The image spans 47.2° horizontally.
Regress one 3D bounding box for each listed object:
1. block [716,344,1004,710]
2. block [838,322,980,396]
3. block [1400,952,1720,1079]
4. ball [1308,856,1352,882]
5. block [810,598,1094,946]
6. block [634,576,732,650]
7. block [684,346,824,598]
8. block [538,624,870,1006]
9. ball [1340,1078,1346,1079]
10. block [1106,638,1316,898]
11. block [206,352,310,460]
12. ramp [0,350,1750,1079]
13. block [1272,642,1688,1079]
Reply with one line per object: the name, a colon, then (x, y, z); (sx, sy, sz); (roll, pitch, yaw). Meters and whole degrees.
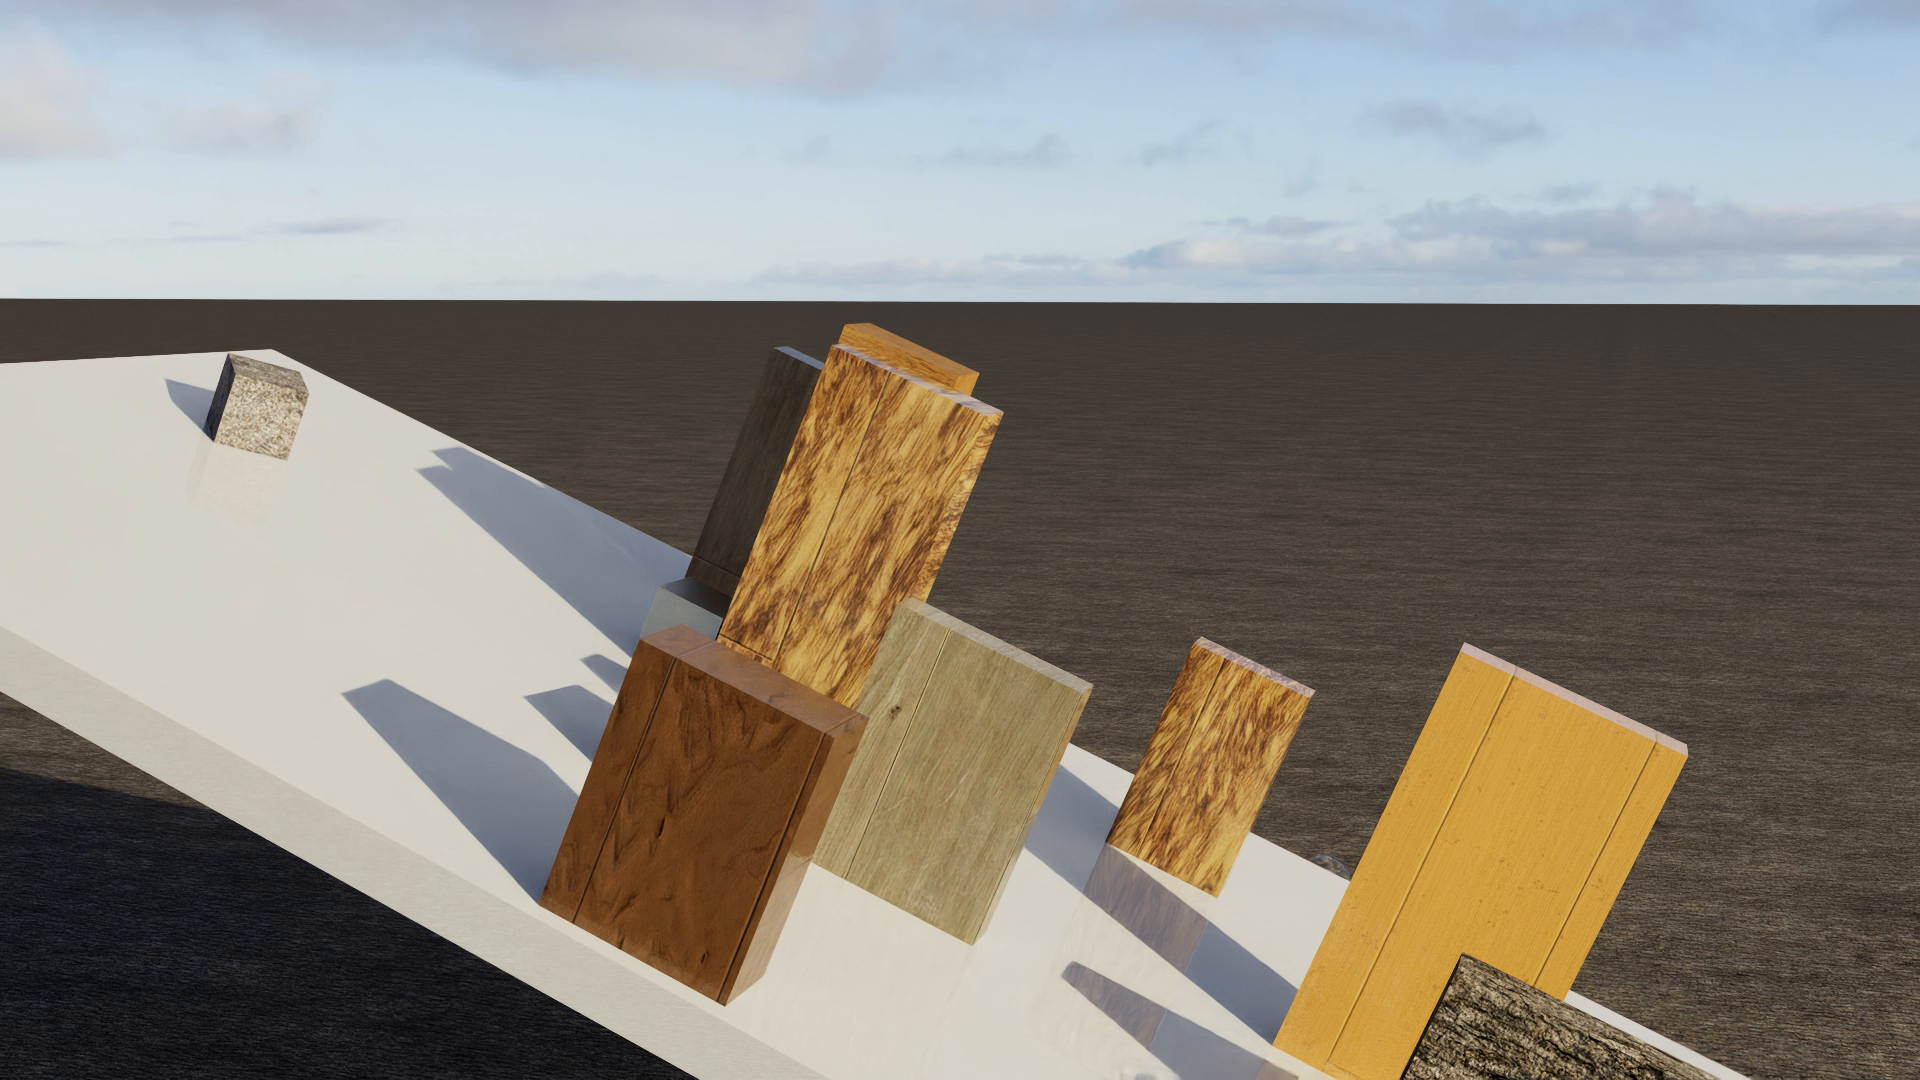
block: (-0.223, 0.044, 4.244); (0.327, 0.775, 0.124); (25, 13, 13)
block: (-0.241, -0.020, 4.431); (0.252, 0.794, 0.143); (25, 13, 13)
block: (0.864, 0.918, 3.307); (0.437, 0.431, 0.093); (25, 13, 13)
ball: (1.047, 1.000, 6.337); (0.177, 0.177, 0.177); (0, 7, 0)
block: (-0.031, 0.397, 3.785); (0.352, 0.489, 0.080); (25, 13, 13)
block: (-0.548, 0.186, 4.522); (0.153, 0.153, 0.153); (26, 13, 13)
block: (-0.392, -0.097, 4.909); (0.271, 0.607, 0.090); (25, 13, 13)
block: (-0.382, 0.404, 3.267); (0.326, 0.446, 0.148); (25, 13, 13)
ball: (0.571, 0.887, 3.267); (0.167, 0.167, 0.167); (0, 7, 0)
block: (0.509, 0.463, 4.486); (0.255, 0.459, 0.084); (25, 13, 13)
block: (-1.531, -0.291, 4.793); (0.159, 0.159, 0.159); (15, 15, -29)
ramp: (-0.294, 0.515, 4.187); (4.000, 0.100, 2.000); (25, 13, 13)
block: (0.884, 0.616, 3.777); (0.401, 0.780, 0.095); (25, 13, 13)
